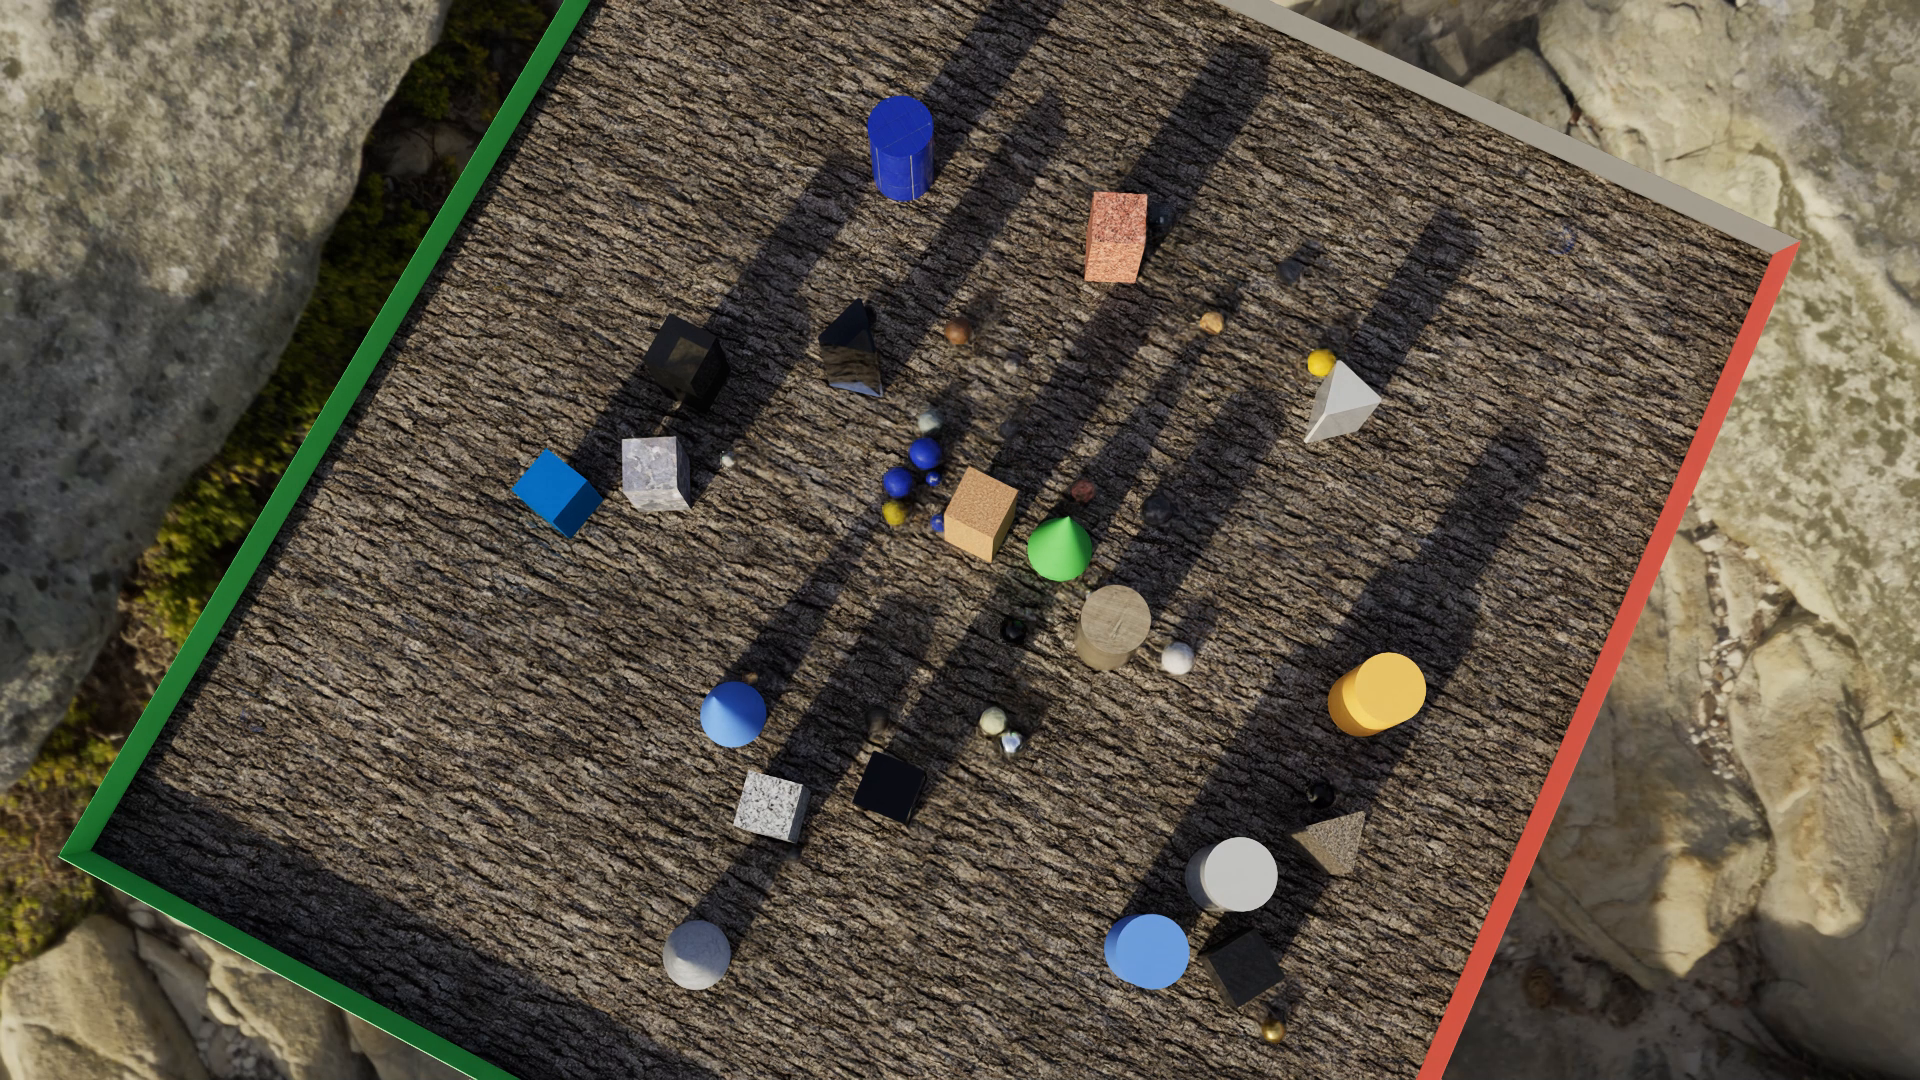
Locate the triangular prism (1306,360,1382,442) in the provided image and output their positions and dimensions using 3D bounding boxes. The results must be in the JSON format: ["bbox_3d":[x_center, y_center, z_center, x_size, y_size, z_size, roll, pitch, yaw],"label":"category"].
[{"bbox_3d":[1.134,-0.426,5.539,0.172,0.324,0.149,-14,79,-3],"label":"triangular prism"}]

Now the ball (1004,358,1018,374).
[{"bbox_3d":[0.159,-0.542,5.706,0.045,0.045,0.045,0,78,0],"label":"ball"}]

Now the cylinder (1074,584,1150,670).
[{"bbox_3d":[0.443,0.261,5.379,0.199,0.360,0.199,0,78,0],"label":"cylinder"}]

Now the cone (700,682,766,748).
[{"bbox_3d":[-0.681,0.478,5.291,0.199,0.444,0.199,0,78,0],"label":"cone"}]

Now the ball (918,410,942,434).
[{"bbox_3d":[-0.092,-0.362,5.653,0.076,0.076,0.076,0,78,0],"label":"ball"}]

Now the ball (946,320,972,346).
[{"bbox_3d":[-0.005,-0.648,5.710,0.080,0.080,0.080,0,78,0],"label":"ball"}]

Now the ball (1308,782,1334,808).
[{"bbox_3d":[1.068,0.756,5.421,0.076,0.076,0.076,0,78,0],"label":"ball"}]

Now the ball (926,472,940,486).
[{"bbox_3d":[-0.083,-0.188,5.632,0.046,0.046,0.046,0,78,0],"label":"ball"}]

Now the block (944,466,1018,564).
[{"bbox_3d":[0.060,-0.071,5.443,0.159,0.370,0.159,26,80,5],"label":"block"}]

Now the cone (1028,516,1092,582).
[{"bbox_3d":[0.306,-0.019,5.381,0.199,0.469,0.199,0,78,0],"label":"cone"}]

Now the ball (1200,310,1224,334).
[{"bbox_3d":[0.787,-0.679,5.718,0.077,0.077,0.077,0,78,0],"label":"ball"}]

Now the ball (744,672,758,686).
[{"bbox_3d":[-0.629,0.418,5.509,0.043,0.043,0.043,0,78,0],"label":"ball"}]

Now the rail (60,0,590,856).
[{"bbox_3d":[-1.688,-0.820,5.719,0.045,0.129,4.015,26,80,5],"label":"rail"}]

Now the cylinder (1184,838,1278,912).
[{"bbox_3d":[0.763,0.952,5.193,0.199,0.444,0.199,0,78,0],"label":"cylinder"}]

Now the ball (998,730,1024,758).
[{"bbox_3d":[0.152,0.605,5.450,0.081,0.081,0.081,0,78,0],"label":"ball"}]

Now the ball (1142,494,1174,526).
[{"bbox_3d":[0.602,-0.094,5.586,0.098,0.098,0.098,0,78,0],"label":"ball"}]

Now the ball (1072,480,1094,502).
[{"bbox_3d":[0.375,-0.148,5.613,0.067,0.067,0.067,0,78,0],"label":"ball"}]

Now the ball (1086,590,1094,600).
[{"bbox_3d":[0.402,0.178,5.556,0.046,0.046,0.046,0,78,0],"label":"ball"}]

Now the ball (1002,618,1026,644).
[{"bbox_3d":[0.163,0.274,5.520,0.078,0.078,0.078,0,78,0],"label":"ball"}]

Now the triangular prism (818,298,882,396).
[{"bbox_3d":[-0.308,-0.584,5.506,0.172,0.453,0.149,14,79,3],"label":"triangular prism"}]

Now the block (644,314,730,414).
[{"bbox_3d":[-0.823,-0.530,5.551,0.159,0.344,0.159,27,80,5],"label":"block"}]

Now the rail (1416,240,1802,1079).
[{"bbox_3d":[1.688,0.833,5.377,0.045,0.129,4.015,26,80,5],"label":"rail"}]

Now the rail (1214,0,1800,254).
[{"bbox_3d":[0.887,-1.731,5.908,3.822,0.129,0.045,26,80,5],"label":"rail"}]

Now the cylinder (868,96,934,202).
[{"bbox_3d":[-0.180,-1.211,5.690,0.199,0.348,0.199,0,78,0],"label":"cylinder"}]

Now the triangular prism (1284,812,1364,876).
[{"bbox_3d":[1.073,0.843,5.262,0.149,0.353,0.172,-44,82,-8],"label":"triangular prism"}]

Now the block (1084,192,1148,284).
[{"bbox_3d":[0.476,-0.926,5.635,0.159,0.340,0.159,3,78,1],"label":"block"}]

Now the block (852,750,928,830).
[{"bbox_3d":[-0.200,0.726,5.311,0.159,0.304,0.159,22,79,4],"label":"block"}]

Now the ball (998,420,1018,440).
[{"bbox_3d":[0.149,-0.338,5.656,0.061,0.061,0.061,0,78,0],"label":"ball"}]

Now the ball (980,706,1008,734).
[{"bbox_3d":[0.101,0.539,5.463,0.082,0.082,0.082,0,78,0],"label":"ball"}]

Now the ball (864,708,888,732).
[{"bbox_3d":[-0.249,0.538,5.468,0.072,0.072,0.072,0,78,0],"label":"ball"}]

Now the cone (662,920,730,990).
[{"bbox_3d":[-0.771,1.178,5.186,0.199,0.367,0.199,0,78,0],"label":"cone"}]

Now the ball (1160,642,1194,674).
[{"bbox_3d":[0.652,0.354,5.493,0.099,0.099,0.099,0,78,0],"label":"ball"}]

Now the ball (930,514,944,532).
[{"bbox_3d":[-0.062,-0.052,5.599,0.055,0.055,0.055,0,78,0],"label":"ball"}]

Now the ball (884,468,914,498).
[{"bbox_3d":[-0.188,-0.173,5.606,0.091,0.091,0.091,0,78,0],"label":"ball"}]

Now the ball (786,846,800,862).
[{"bbox_3d":[-0.492,0.925,5.403,0.044,0.044,0.044,0,78,0],"label":"ball"}]

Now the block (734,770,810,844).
[{"bbox_3d":[-0.541,0.776,5.306,0.159,0.294,0.159,14,79,3],"label":"block"}]

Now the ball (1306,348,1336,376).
[{"bbox_3d":[1.121,-0.551,5.685,0.089,0.089,0.089,0,78,0],"label":"ball"}]

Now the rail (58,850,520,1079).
[{"bbox_3d":[-0.887,1.744,5.189,3.822,0.129,0.045,26,80,5],"label":"rail"}]

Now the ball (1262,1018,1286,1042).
[{"bbox_3d":[0.904,1.413,5.289,0.068,0.068,0.068,0,78,0],"label":"ball"}]

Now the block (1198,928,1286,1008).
[{"bbox_3d":[0.801,1.219,5.239,0.159,0.245,0.159,-30,80,-6],"label":"block"}]

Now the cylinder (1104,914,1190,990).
[{"bbox_3d":[0.522,1.156,5.164,0.199,0.417,0.199,0,78,0],"label":"cylinder"}]

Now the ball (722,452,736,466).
[{"bbox_3d":[-0.714,-0.249,5.647,0.042,0.042,0.042,0,78,0],"label":"ball"}]

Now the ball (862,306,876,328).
[{"bbox_3d":[-0.302,-0.694,5.722,0.075,0.075,0.075,0,78,0],"label":"ball"}]

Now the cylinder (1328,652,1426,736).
[{"bbox_3d":[1.206,0.454,5.323,0.199,0.391,0.199,0,78,0],"label":"cylinder"}]

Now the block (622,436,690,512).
[{"bbox_3d":[-0.912,-0.196,5.517,0.159,0.275,0.159,-3,78,-1],"label":"block"}]

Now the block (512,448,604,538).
[{"bbox_3d":[-1.208,-0.136,5.514,0.159,0.255,0.159,37,81,7],"label":"block"}]

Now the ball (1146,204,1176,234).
[{"bbox_3d":[0.634,-1.012,5.777,0.096,0.096,0.096,0,78,0],"label":"ball"}]

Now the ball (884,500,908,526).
[{"bbox_3d":[-0.196,-0.083,5.595,0.076,0.076,0.076,0,78,0],"label":"ball"}]

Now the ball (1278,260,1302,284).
[{"bbox_3d":[1.034,-0.840,5.753,0.073,0.073,0.073,0,78,0],"label":"ball"}]

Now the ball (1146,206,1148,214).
[{"bbox_3d":[0.556,-1.043,5.795,0.074,0.074,0.074,0,78,0],"label":"ball"}]

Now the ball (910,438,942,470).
[{"bbox_3d":[-0.104,-0.265,5.621,0.099,0.099,0.099,0,78,0],"label":"ball"}]
